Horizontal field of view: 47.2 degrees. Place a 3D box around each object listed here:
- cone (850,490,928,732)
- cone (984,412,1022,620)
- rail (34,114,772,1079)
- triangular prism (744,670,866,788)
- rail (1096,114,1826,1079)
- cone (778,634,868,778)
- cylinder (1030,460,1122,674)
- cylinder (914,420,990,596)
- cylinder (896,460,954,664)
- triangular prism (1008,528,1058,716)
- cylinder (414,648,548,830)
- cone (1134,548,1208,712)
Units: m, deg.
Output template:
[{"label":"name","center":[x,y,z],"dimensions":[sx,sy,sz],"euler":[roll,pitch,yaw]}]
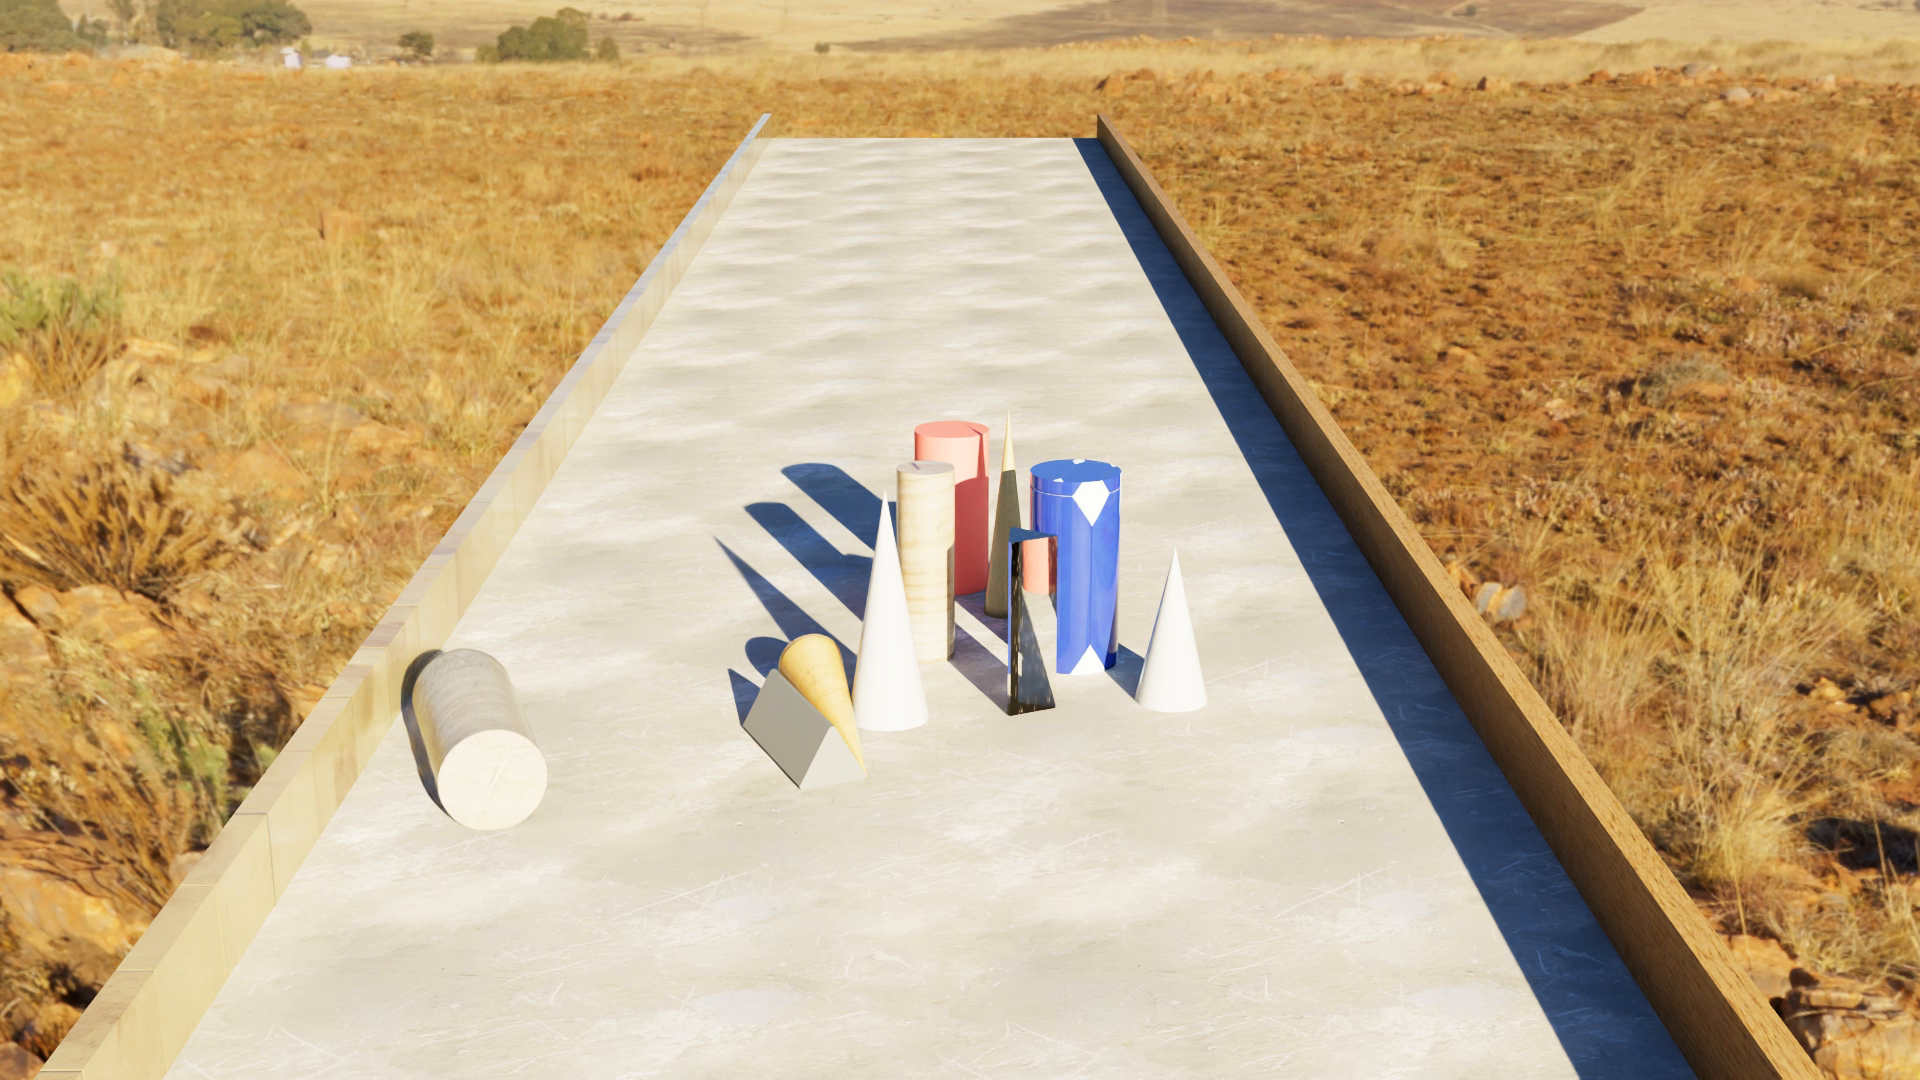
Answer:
[{"label":"cone","center":[-0.135,0.119,4.050],"dimensions":[0.152,0.440,0.152],"euler":[0,16,0]},{"label":"cone","center":[0.101,-0.060,4.647],"dimensions":[0.101,0.447,0.101],"euler":[0,17,0]},{"label":"rail","center":[-1.118,-0.838,7.780],"dimensions":[0.050,0.150,12.000],"euler":[0,17,-1]},{"label":"triangular prism","center":[-0.282,0.329,3.926],"dimensions":[0.122,0.105,0.314],"euler":[-7,18,-22]},{"label":"rail","center":[0.932,-0.844,7.801],"dimensions":[0.050,0.150,12.000],"euler":[0,17,-1]},{"label":"cone","center":[-0.223,0.327,4.019],"dimensions":[0.125,0.125,0.448],"euler":[-5,25,-16]},{"label":"cylinder","center":[0.227,0.052,4.364],"dimensions":[0.179,0.392,0.179],"euler":[0,17,0]},{"label":"cylinder","center":[-0.018,-0.071,4.844],"dimensions":[0.164,0.355,0.164],"euler":[0,17,0]},{"label":"cylinder","center":[-0.068,0.044,4.392],"dimensions":[0.116,0.391,0.116],"euler":[0,17,0]},{"label":"triangular prism","center":[0.117,0.150,4.129],"dimensions":[0.101,0.339,0.088],"euler":[-8,18,-25]},{"label":"cylinder","center":[-0.831,0.337,3.786],"dimensions":[0.177,0.177,0.420],"euler":[-6,17,-18]},{"label":"cone","center":[0.403,0.158,4.161],"dimensions":[0.140,0.304,0.140],"euler":[0,17,0]}]
